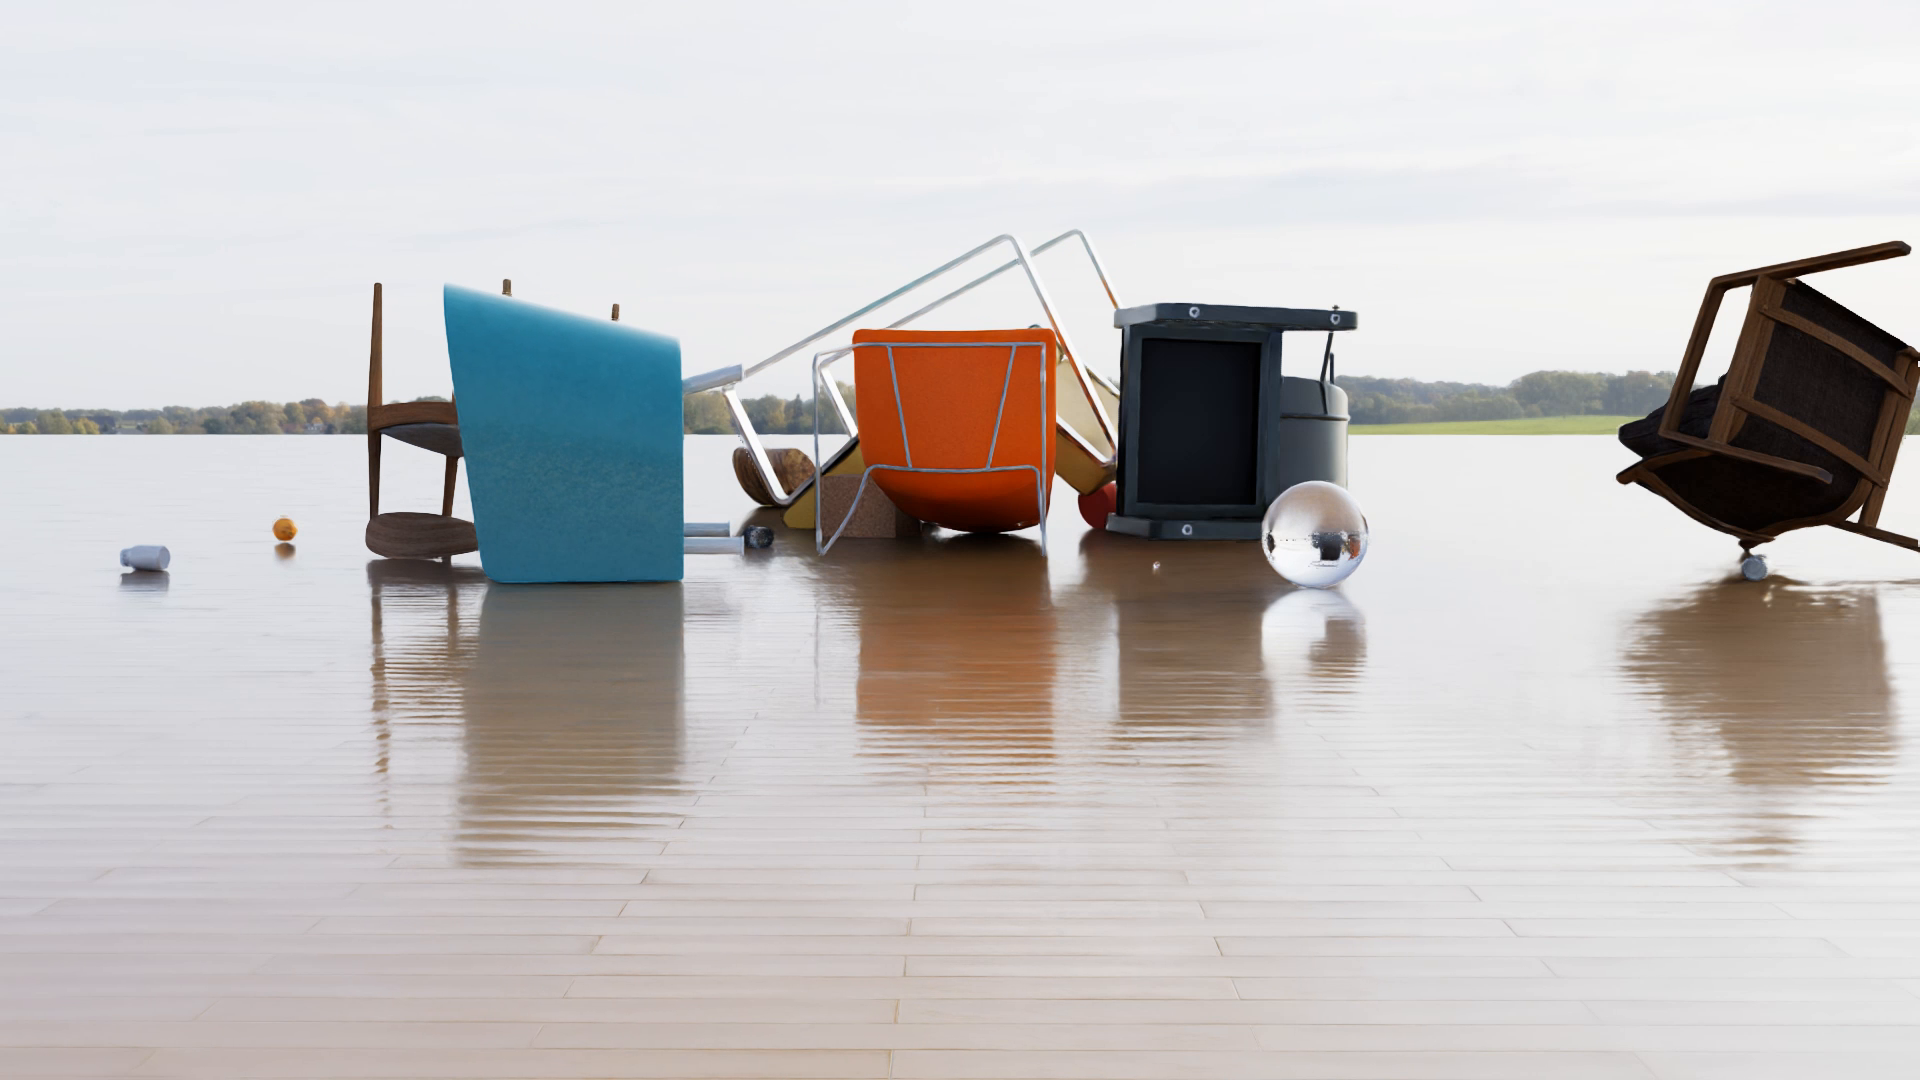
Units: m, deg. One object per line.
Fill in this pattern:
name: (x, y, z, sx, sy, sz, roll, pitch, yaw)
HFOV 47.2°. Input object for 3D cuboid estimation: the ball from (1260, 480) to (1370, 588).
ball: (0.799, -0.012, 4.949, 0.243, 0.243, 0.243, 0, 4, 0)

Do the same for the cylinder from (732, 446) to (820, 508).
cylinder: (-0.691, -0.239, 8.356, 0.285, 0.275, 0.142, 3, 46, 41)

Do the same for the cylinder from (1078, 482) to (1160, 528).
cylinder: (0.514, -0.112, 7.132, 0.175, 0.140, 0.239, -2, 14, -25)

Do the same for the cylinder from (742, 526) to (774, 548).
cylinder: (-0.572, -0.007, 6.217, 0.066, 0.057, 0.068, 3, 34, 41)

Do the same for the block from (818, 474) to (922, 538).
block: (-0.277, -0.107, 6.785, 0.249, 0.182, 0.238, 1, 4, 18)
